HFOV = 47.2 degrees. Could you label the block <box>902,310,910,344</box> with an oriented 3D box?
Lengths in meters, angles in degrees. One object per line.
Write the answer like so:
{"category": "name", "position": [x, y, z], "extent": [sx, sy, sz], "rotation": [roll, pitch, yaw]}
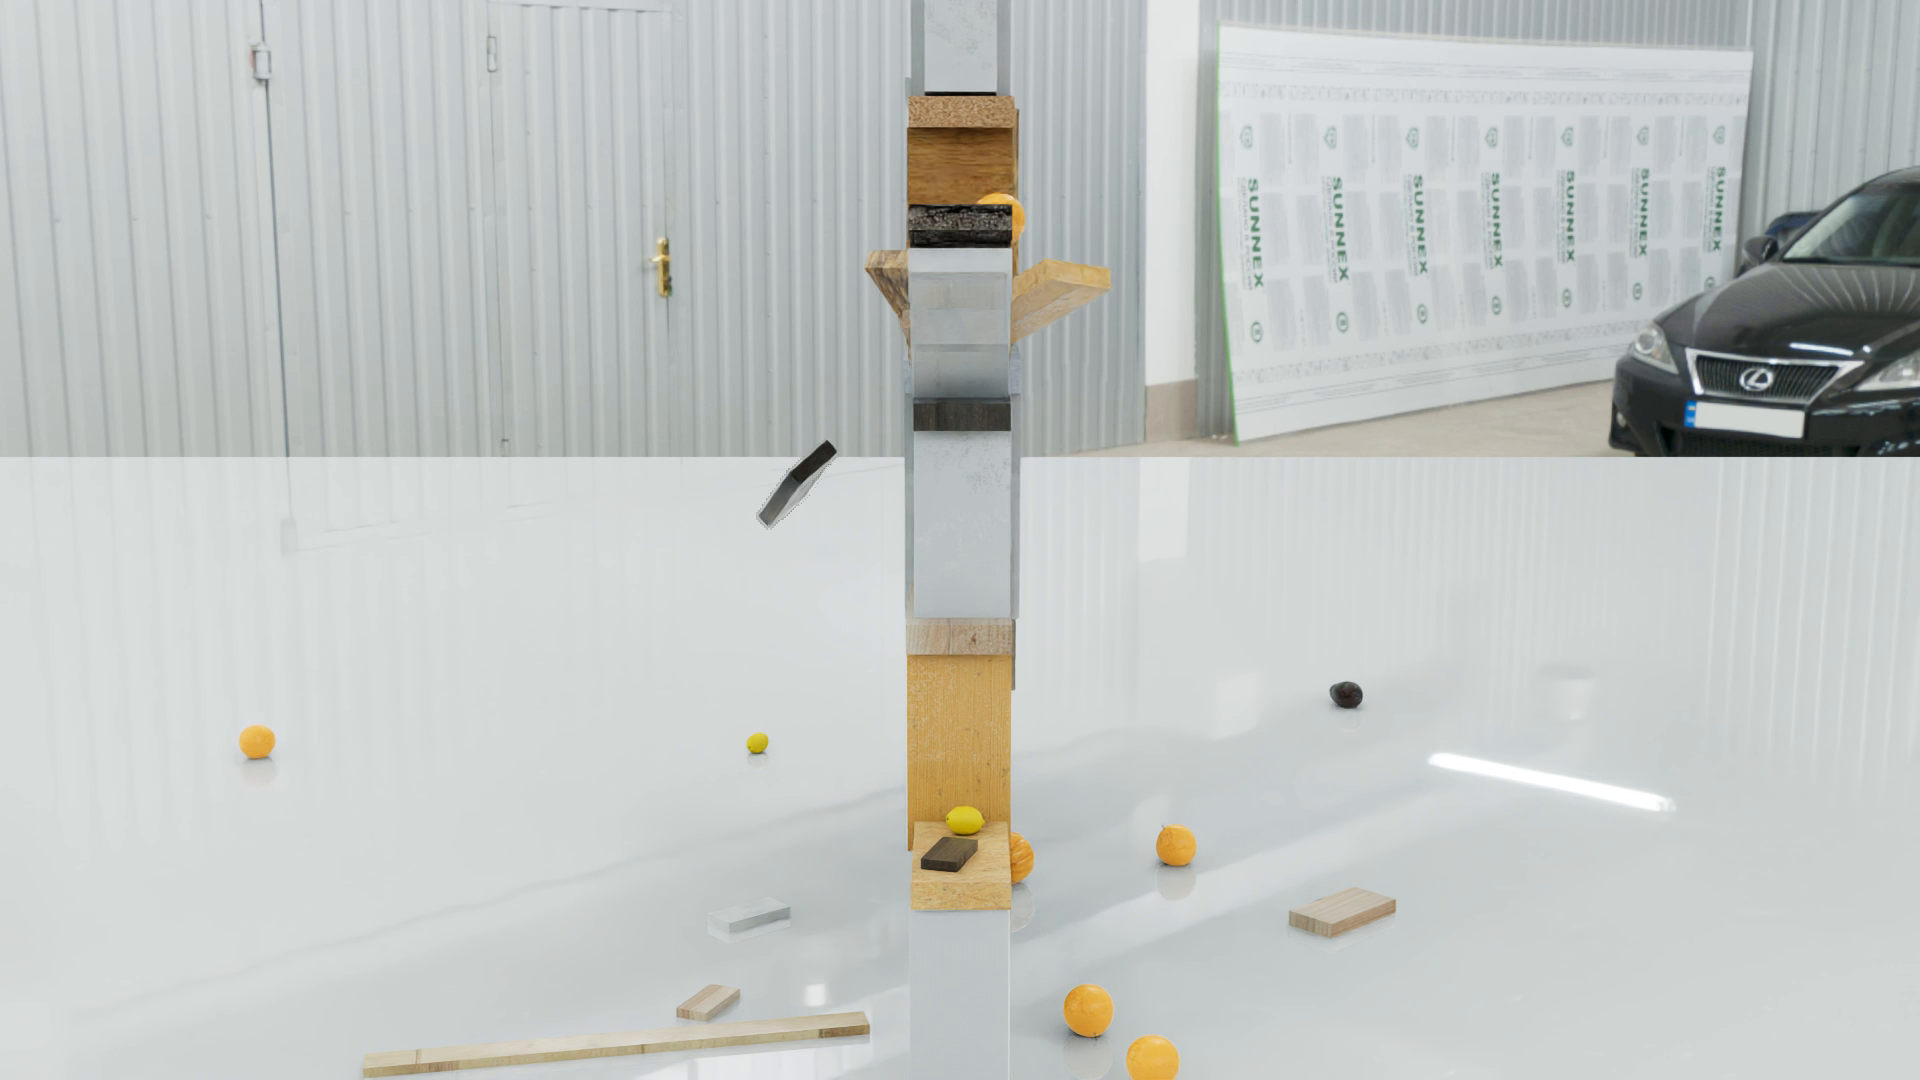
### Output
{"category": "block", "position": [-0.031, -0.295, 3.172], "extent": [0.085, 0.024, 0.169], "rotation": [-1, -11, 6]}

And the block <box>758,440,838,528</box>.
{"category": "block", "position": [-0.246, -0.083, 3.323], "extent": [0.085, 0.024, 0.169], "rotation": [-43, -2, -31]}

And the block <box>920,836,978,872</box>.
{"category": "block", "position": [-0.013, 0.418, 2.929], "extent": [0.049, 0.014, 0.099], "rotation": [3, 11, 17]}

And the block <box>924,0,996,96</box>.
{"category": "block", "position": [0.001, -0.791, 3.364], "extent": [0.110, 0.220, 0.031], "rotation": [0, -3, 1]}

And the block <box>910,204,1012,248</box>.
{"category": "block", "position": [0.000, -0.367, 2.959], "extent": [0.132, 0.037, 0.265], "rotation": [0, -22, 0]}

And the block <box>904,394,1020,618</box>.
{"category": "block", "position": [0.004, -0.056, 3.351], "extent": [0.175, 0.349, 0.049], "rotation": [0, 11, 1]}

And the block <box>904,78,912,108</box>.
{"category": "block", "position": [0.000, -0.778, 3.838], "extent": [0.176, 0.050, 0.353], "rotation": [0, 11, 1]}

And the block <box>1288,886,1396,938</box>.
{"category": "block", "position": [0.618, 0.600, 3.549], "extent": [0.169, 0.024, 0.085], "rotation": [-10, 14, -42]}

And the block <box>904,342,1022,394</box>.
{"category": "block", "position": [0.004, -0.273, 3.427], "extent": [0.175, 0.049, 0.349], "rotation": [0, 11, 0]}

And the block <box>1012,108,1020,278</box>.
{"category": "block", "position": [0.018, -0.603, 3.995], "extent": [0.176, 0.353, 0.050], "rotation": [0, 10, 1]}

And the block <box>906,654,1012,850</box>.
{"category": "block", "position": [-0.002, 0.292, 3.111], "extent": [0.146, 0.292, 0.041], "rotation": [-1, 11, -3]}

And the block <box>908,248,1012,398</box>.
{"category": "block", "position": [0.000, -0.285, 2.933], "extent": [0.132, 0.037, 0.295], "rotation": [0, -29, 0]}

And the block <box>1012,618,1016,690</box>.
{"category": "block", "position": [0.004, -0.013, 3.593], "extent": [0.175, 0.522, 0.049], "rotation": [0, 11, 0]}

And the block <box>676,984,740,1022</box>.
{"category": "block", "position": [-0.365, 0.672, 3.192], "extent": [0.049, 0.014, 0.099], "rotation": [4, 11, 22]}

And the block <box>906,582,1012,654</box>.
{"category": "block", "position": [-0.001, 0.111, 3.173], "extent": [0.146, 0.041, 0.292], "rotation": [0, 11, 0]}

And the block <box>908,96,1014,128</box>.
{"category": "block", "position": [0.004, -0.681, 3.505], "extent": [0.162, 0.046, 0.324], "rotation": [0, 11, 1]}

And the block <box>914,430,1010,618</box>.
{"category": "block", "position": [0.003, -0.026, 3.065], "extent": [0.133, 0.266, 0.038], "rotation": [0, 11, 0]}

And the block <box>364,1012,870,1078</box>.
{"category": "block", "position": [-0.469, 0.698, 3.048], "extent": [0.690, 0.014, 0.050], "rotation": [-2, 11, -12]}

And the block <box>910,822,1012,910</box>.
{"category": "block", "position": [0.001, 0.437, 2.969], "extent": [0.130, 0.037, 0.259], "rotation": [0, 10, 0]}

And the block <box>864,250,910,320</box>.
{"category": "block", "position": [-0.044, -0.347, 3.207], "extent": [0.110, 0.031, 0.220], "rotation": [4, -26, 26]}

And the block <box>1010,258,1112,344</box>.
{"category": "block", "position": [0.092, -0.345, 3.250], "extent": [0.110, 0.031, 0.303], "rotation": [4, -15, -31]}

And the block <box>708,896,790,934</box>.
{"category": "block", "position": [-0.340, 0.604, 3.545], "extent": [0.121, 0.017, 0.060], "rotation": [-9, 14, -40]}

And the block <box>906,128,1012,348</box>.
{"category": "block", "position": [-0.001, -0.473, 3.441], "extent": [0.162, 0.339, 0.046], "rotation": [-1, 11, -4]}

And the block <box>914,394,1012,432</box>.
{"category": "block", "position": [0.002, -0.191, 3.123], "extent": [0.133, 0.038, 0.266], "rotation": [0, 11, 0]}

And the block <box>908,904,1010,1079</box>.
{"category": "block", "position": [0.000, 0.600, 2.904], "extent": [0.130, 0.259, 0.037], "rotation": [1, 12, 5]}

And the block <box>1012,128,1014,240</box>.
{"category": "block", "position": [0.002, -0.556, 3.757], "extent": [0.176, 0.356, 0.050], "rotation": [0, 11, 0]}

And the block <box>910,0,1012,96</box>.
{"category": "block", "position": [0.002, -0.864, 3.415], "extent": [0.155, 0.346, 0.044], "rotation": [0, 11, 1]}
